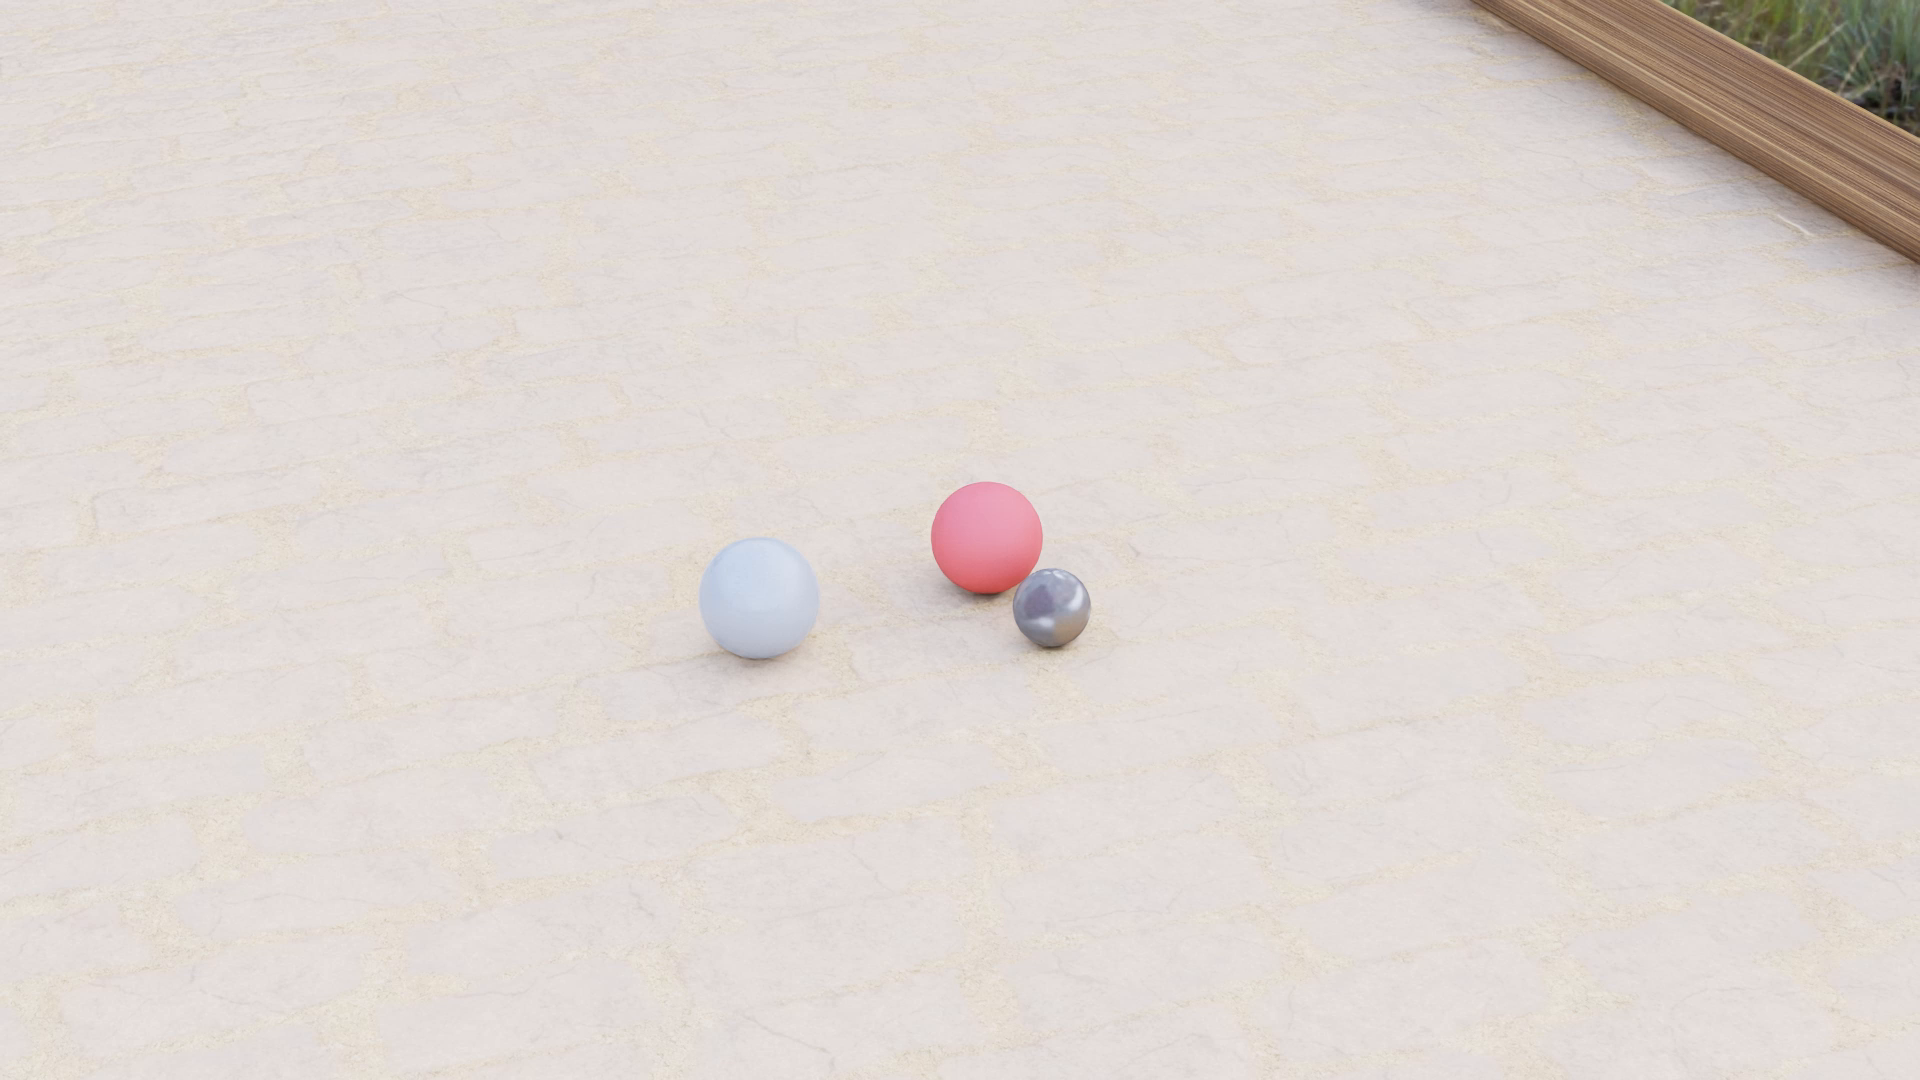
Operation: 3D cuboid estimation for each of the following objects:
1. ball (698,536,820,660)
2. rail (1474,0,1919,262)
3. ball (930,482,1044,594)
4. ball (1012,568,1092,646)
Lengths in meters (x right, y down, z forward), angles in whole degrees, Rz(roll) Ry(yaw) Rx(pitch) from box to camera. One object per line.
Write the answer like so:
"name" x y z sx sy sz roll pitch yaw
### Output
"ball" -0.123 0.035 1.804 0.075 0.075 0.075 0 28 0
"rail" 0.539 -0.545 2.887 0.045 0.098 3.576 -9 29 -17
"ball" 0.017 -0.002 1.878 0.072 0.072 0.072 0 28 0
"ball" 0.057 0.042 1.821 0.049 0.049 0.049 0 28 0
